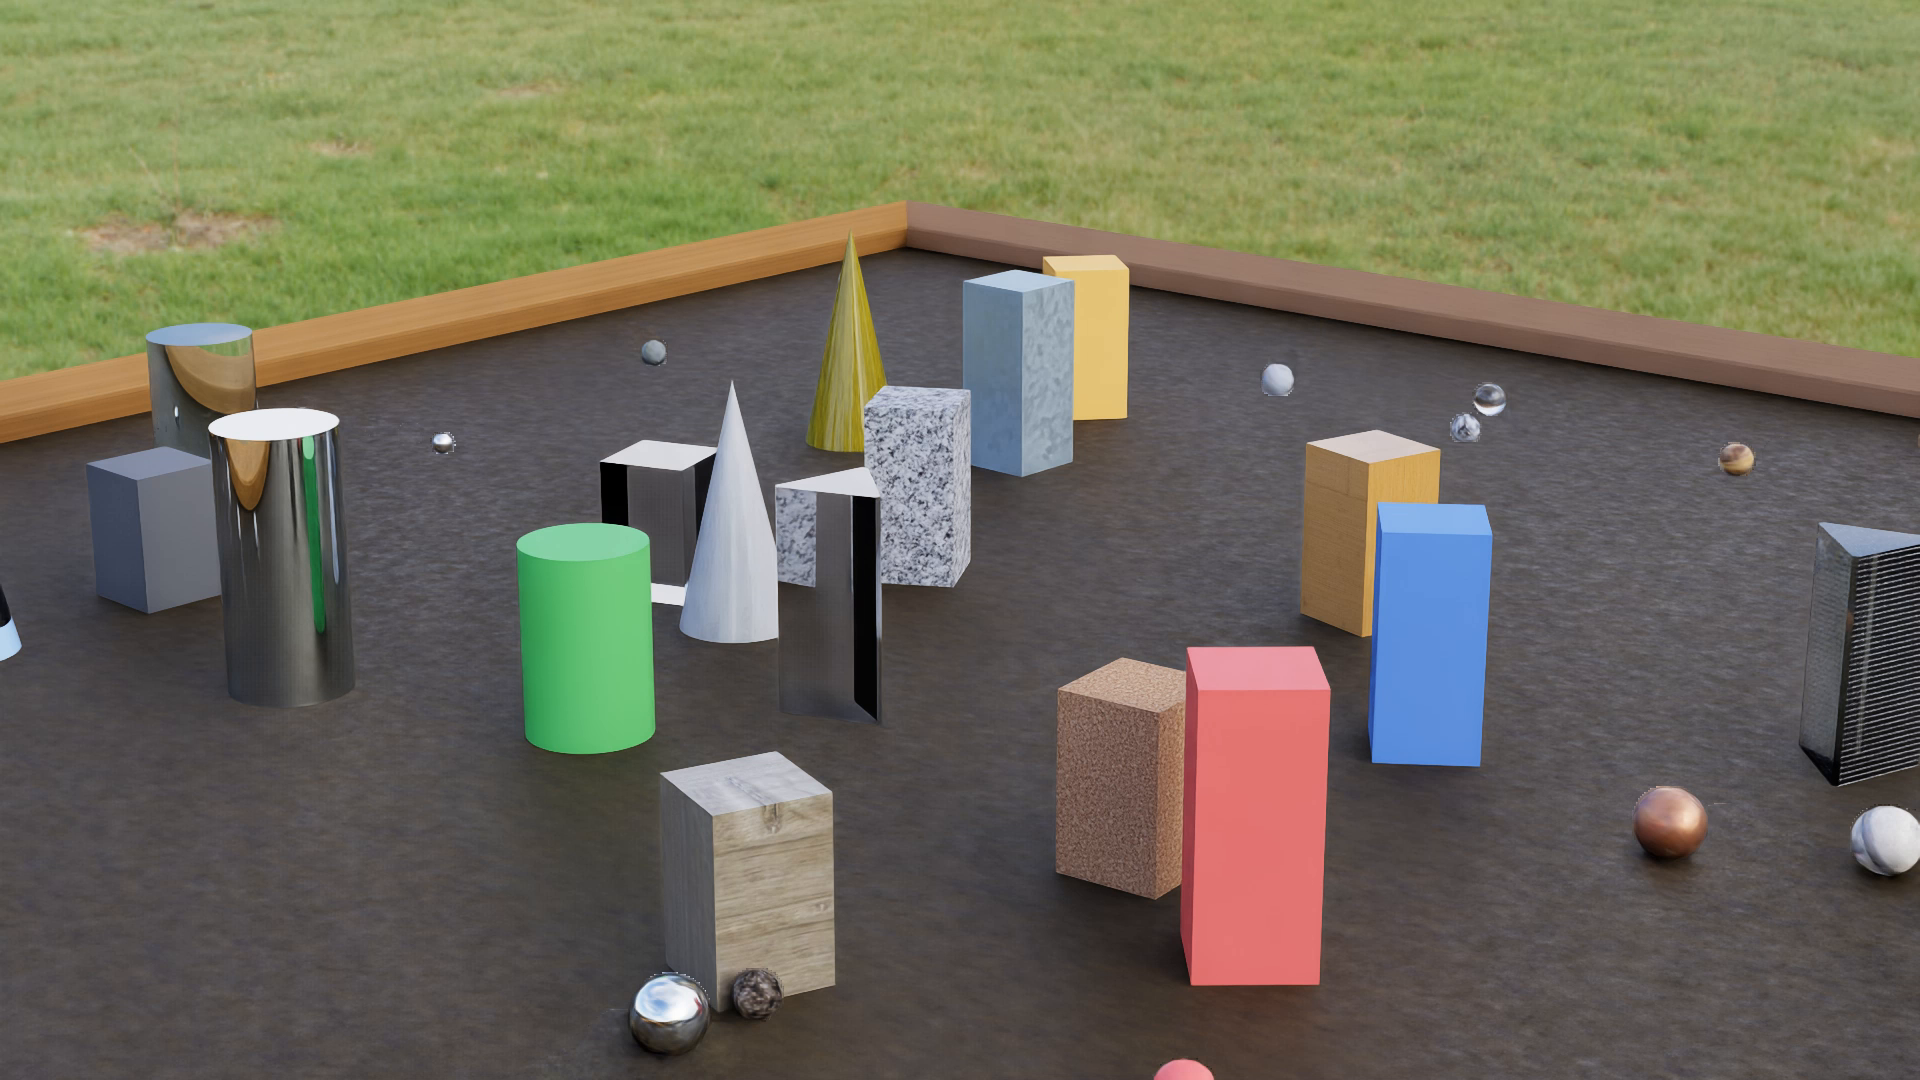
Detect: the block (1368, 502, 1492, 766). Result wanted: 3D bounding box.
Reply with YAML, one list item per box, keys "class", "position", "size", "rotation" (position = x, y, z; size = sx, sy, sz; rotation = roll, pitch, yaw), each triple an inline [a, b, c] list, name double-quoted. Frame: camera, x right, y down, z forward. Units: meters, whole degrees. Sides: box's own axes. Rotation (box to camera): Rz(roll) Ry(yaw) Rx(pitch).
- class: "block"
  position: [0.698, 0.139, 4.372]
  size: [0.159, 0.357, 0.159]
  rotation: [2, 17, 5]

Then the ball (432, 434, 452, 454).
- class: "ball"
  position: [-1.066, -0.199, 6.043]
  size: [0.042, 0.042, 0.042]
  rotation: [0, 17, 0]

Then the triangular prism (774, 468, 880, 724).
- class: "triangular prism"
  position: [-0.175, 0.081, 4.554]
  size: [0.172, 0.364, 0.149]
  rotation: [6, 18, 20]

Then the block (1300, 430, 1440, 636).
- class: "block"
  position: [0.695, -0.013, 4.975]
  size: [0.159, 0.302, 0.159]
  rotation: [-11, 20, -32]

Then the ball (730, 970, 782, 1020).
- class: "ball"
  position: [-0.245, 0.548, 3.530]
  size: [0.061, 0.061, 0.061]
  rotation: [0, 17, 0]

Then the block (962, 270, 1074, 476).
- class: "block"
  position: [0.118, -0.339, 5.924]
  size: [0.159, 0.377, 0.159]
  rotation: [15, 22, 40]

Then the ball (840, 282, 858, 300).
- class: "ball"
  position: [-0.282, -0.637, 7.485]
  size: [0.047, 0.047, 0.047]
  rotation: [0, 17, 0]

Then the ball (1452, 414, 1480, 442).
- class: "ball"
  position: [1.057, -0.233, 6.124]
  size: [0.058, 0.058, 0.058]
  rotation: [0, 17, 0]

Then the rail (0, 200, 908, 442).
- class: "rail"
  position: [-1.636, -0.377, 6.480]
  size: [0.045, 0.129, 4.587]
  rotation: [14, 22, 39]

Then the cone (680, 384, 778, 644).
- class: "cone"
  position: [-0.378, -0.061, 4.917]
  size: [0.198, 0.426, 0.198]
  rotation: [0, 17, 0]

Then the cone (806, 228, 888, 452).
- class: "cone"
  position: [-0.225, -0.428, 6.087]
  size: [0.198, 0.453, 0.198]
  rotation: [0, 17, 0]

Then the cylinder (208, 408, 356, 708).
- class: "cylinder"
  position: [-1.065, 0.027, 4.615]
  size: [0.198, 0.432, 0.198]
  rotation: [0, 17, 0]

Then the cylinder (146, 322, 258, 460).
- class: "cylinder"
  position: [-1.451, -0.232, 5.639]
  size: [0.198, 0.336, 0.198]
  rotation: [0, 17, 0]

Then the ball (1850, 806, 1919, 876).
- class: "ball"
  position: [1.249, 0.405, 3.949]
  size: [0.094, 0.094, 0.094]
  rotation: [0, 17, 0]

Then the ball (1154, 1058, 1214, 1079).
- class: "ball"
  position: [0.250, 0.617, 3.275]
  size: [0.075, 0.075, 0.075]
  rotation: [0, 17, 0]

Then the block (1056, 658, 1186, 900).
- class: "block"
  position: [0.240, 0.318, 3.943]
  size: [0.159, 0.262, 0.159]
  rotation: [12, 20, 34]

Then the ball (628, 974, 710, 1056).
- class: "ball"
  position: [-0.341, 0.557, 3.439]
  size: [0.095, 0.095, 0.095]
  rotation: [0, 17, 0]

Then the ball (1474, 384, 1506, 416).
- class: "ball"
  position: [1.146, -0.303, 6.340]
  size: [0.070, 0.070, 0.070]
  rotation: [0, 17, 0]

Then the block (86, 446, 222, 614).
- class: "block"
  position: [-1.399, -0.020, 5.106]
  size: [0.159, 0.238, 0.159]
  rotation: [15, 22, 40]

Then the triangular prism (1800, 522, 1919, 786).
- class: "triangular prism"
  position: [1.308, 0.160, 4.317]
  size: [0.172, 0.350, 0.149]
  rotation: [-10, 19, -29]

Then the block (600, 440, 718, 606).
- class: "block"
  position: [-0.518, -0.032, 5.138]
  size: [0.159, 0.243, 0.159]
  rotation: [7, 18, 21]

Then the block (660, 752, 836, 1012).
- class: "block"
  position: [-0.262, 0.419, 3.620]
  size: [0.159, 0.256, 0.159]
  rotation: [-9, 19, -27]

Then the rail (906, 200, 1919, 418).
- class: "rail"
  position: [1.488, -0.462, 6.761]
  size: [4.380, 0.129, 0.045]
  rotation: [14, 22, 39]

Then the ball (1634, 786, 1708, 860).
- class: "ball"
  position: [0.969, 0.386, 3.999]
  size: [0.099, 0.099, 0.099]
  rotation: [0, 17, 0]

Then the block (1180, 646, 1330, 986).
- class: "block"
  position: [0.364, 0.342, 3.647]
  size: [0.159, 0.387, 0.159]
  rotation: [0, 17, -1]

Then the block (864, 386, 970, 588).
- class: "block"
  position: [-0.074, -0.097, 5.219]
  size: [0.159, 0.320, 0.159]
  rotation: [3, 17, 11]

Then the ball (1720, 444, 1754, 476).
- class: "ball"
  position: [1.558, -0.162, 5.879]
  size: [0.065, 0.065, 0.065]
  rotation: [0, 17, 0]

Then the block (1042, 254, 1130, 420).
- class: "block"
  position: [0.270, -0.439, 6.344]
  size: [0.159, 0.326, 0.159]
  rotation: [-2, 17, -8]

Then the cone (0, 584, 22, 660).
- class: "cone"
  position: [-1.654, -0.033, 4.781]
  size: [0.198, 0.452, 0.198]
  rotation: [0, 17, 0]

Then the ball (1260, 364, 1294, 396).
- class: "ball"
  position: [0.704, -0.356, 6.512]
  size: [0.072, 0.072, 0.072]
  rotation: [0, 17, 0]

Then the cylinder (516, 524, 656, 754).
- class: "cylinder"
  position: [-0.565, 0.147, 4.441]
  size: [0.198, 0.302, 0.198]
  rotation: [0, 17, 0]

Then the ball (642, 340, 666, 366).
- class: "ball"
  position: [-0.709, -0.433, 6.792]
  size: [0.058, 0.058, 0.058]
  rotation: [0, 17, 0]
